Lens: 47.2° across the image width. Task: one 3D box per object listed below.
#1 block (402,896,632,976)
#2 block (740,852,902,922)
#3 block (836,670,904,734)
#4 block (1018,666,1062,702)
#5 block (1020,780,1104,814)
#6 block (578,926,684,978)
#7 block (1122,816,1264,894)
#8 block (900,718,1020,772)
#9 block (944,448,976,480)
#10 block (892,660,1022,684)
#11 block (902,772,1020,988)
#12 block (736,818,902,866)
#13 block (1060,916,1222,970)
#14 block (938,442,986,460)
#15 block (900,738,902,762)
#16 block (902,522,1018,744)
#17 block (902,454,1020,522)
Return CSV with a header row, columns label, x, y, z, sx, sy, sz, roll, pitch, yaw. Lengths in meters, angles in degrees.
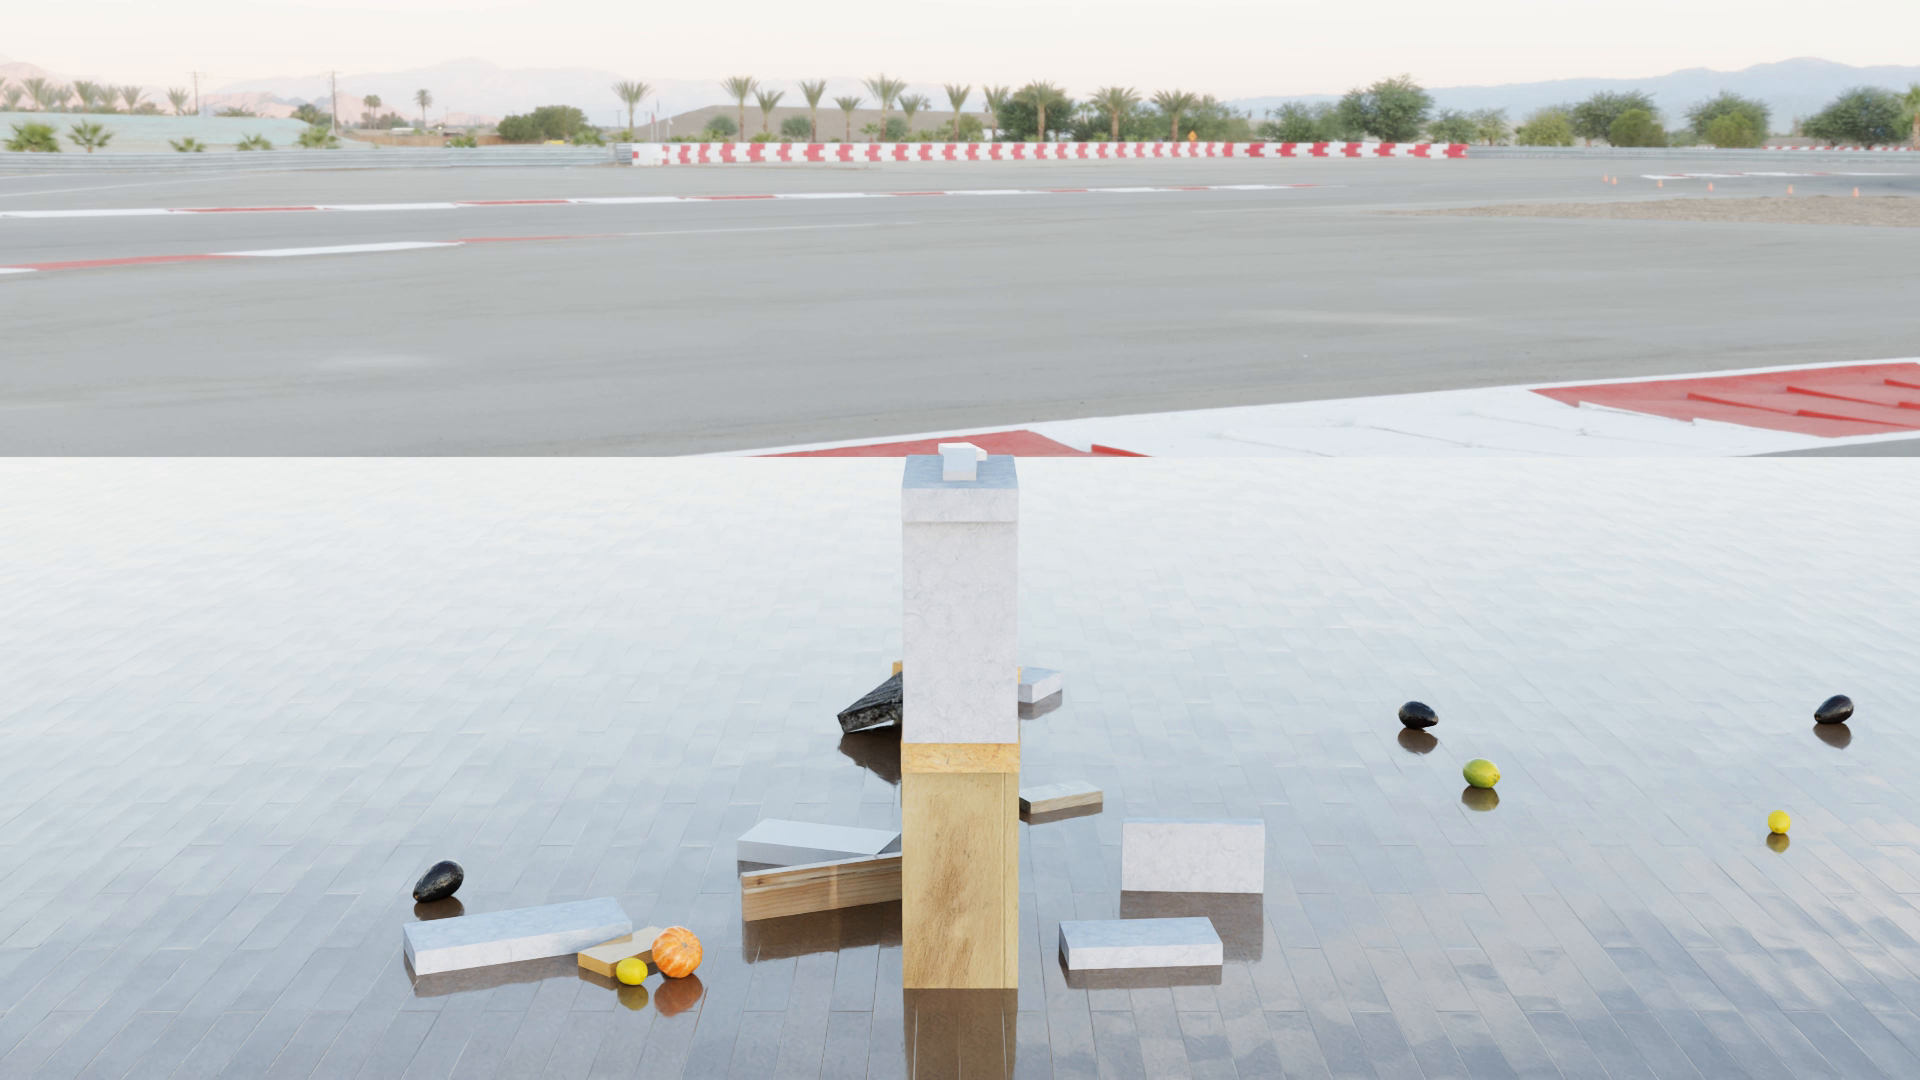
label,x,y,z,sx,sy,sz,roll,pitch,yaw
block,-0.690,0.616,3.431,0.332,0.037,0.129,-4,11,-22
block,-0.189,0.563,3.609,0.347,0.075,0.021,-4,11,-22
block,-0.125,0.327,4.726,0.147,0.042,0.294,-18,8,33
block,0.070,0.317,5.024,0.294,0.042,0.147,6,12,29
block,0.182,0.486,4.167,0.159,0.023,0.080,-6,12,-28
block,-0.505,0.632,3.383,0.075,0.021,0.149,9,14,40
block,0.389,0.527,3.683,0.236,0.118,0.033,1,11,3
block,0.001,0.280,3.332,0.171,0.048,0.342,0,11,0
block,0.000,-0.109,3.160,0.047,0.013,0.094,0,23,1
block,-0.008,0.296,4.908,0.258,0.037,0.129,6,10,31
block,0.001,0.493,3.256,0.171,0.342,0.048,0,11,0
block,-0.246,0.537,3.856,0.258,0.037,0.129,3,11,18
block,0.278,0.623,3.401,0.236,0.033,0.118,-1,11,-5
block,0.003,-0.130,3.258,0.047,0.013,0.094,-3,11,-16
block,-0.035,0.377,4.623,0.147,0.042,0.580,0,8,2
block,0.001,0.126,3.136,0.163,0.327,0.046,0,10,0
block,0.000,-0.078,3.211,0.163,0.046,0.327,0,10,0
